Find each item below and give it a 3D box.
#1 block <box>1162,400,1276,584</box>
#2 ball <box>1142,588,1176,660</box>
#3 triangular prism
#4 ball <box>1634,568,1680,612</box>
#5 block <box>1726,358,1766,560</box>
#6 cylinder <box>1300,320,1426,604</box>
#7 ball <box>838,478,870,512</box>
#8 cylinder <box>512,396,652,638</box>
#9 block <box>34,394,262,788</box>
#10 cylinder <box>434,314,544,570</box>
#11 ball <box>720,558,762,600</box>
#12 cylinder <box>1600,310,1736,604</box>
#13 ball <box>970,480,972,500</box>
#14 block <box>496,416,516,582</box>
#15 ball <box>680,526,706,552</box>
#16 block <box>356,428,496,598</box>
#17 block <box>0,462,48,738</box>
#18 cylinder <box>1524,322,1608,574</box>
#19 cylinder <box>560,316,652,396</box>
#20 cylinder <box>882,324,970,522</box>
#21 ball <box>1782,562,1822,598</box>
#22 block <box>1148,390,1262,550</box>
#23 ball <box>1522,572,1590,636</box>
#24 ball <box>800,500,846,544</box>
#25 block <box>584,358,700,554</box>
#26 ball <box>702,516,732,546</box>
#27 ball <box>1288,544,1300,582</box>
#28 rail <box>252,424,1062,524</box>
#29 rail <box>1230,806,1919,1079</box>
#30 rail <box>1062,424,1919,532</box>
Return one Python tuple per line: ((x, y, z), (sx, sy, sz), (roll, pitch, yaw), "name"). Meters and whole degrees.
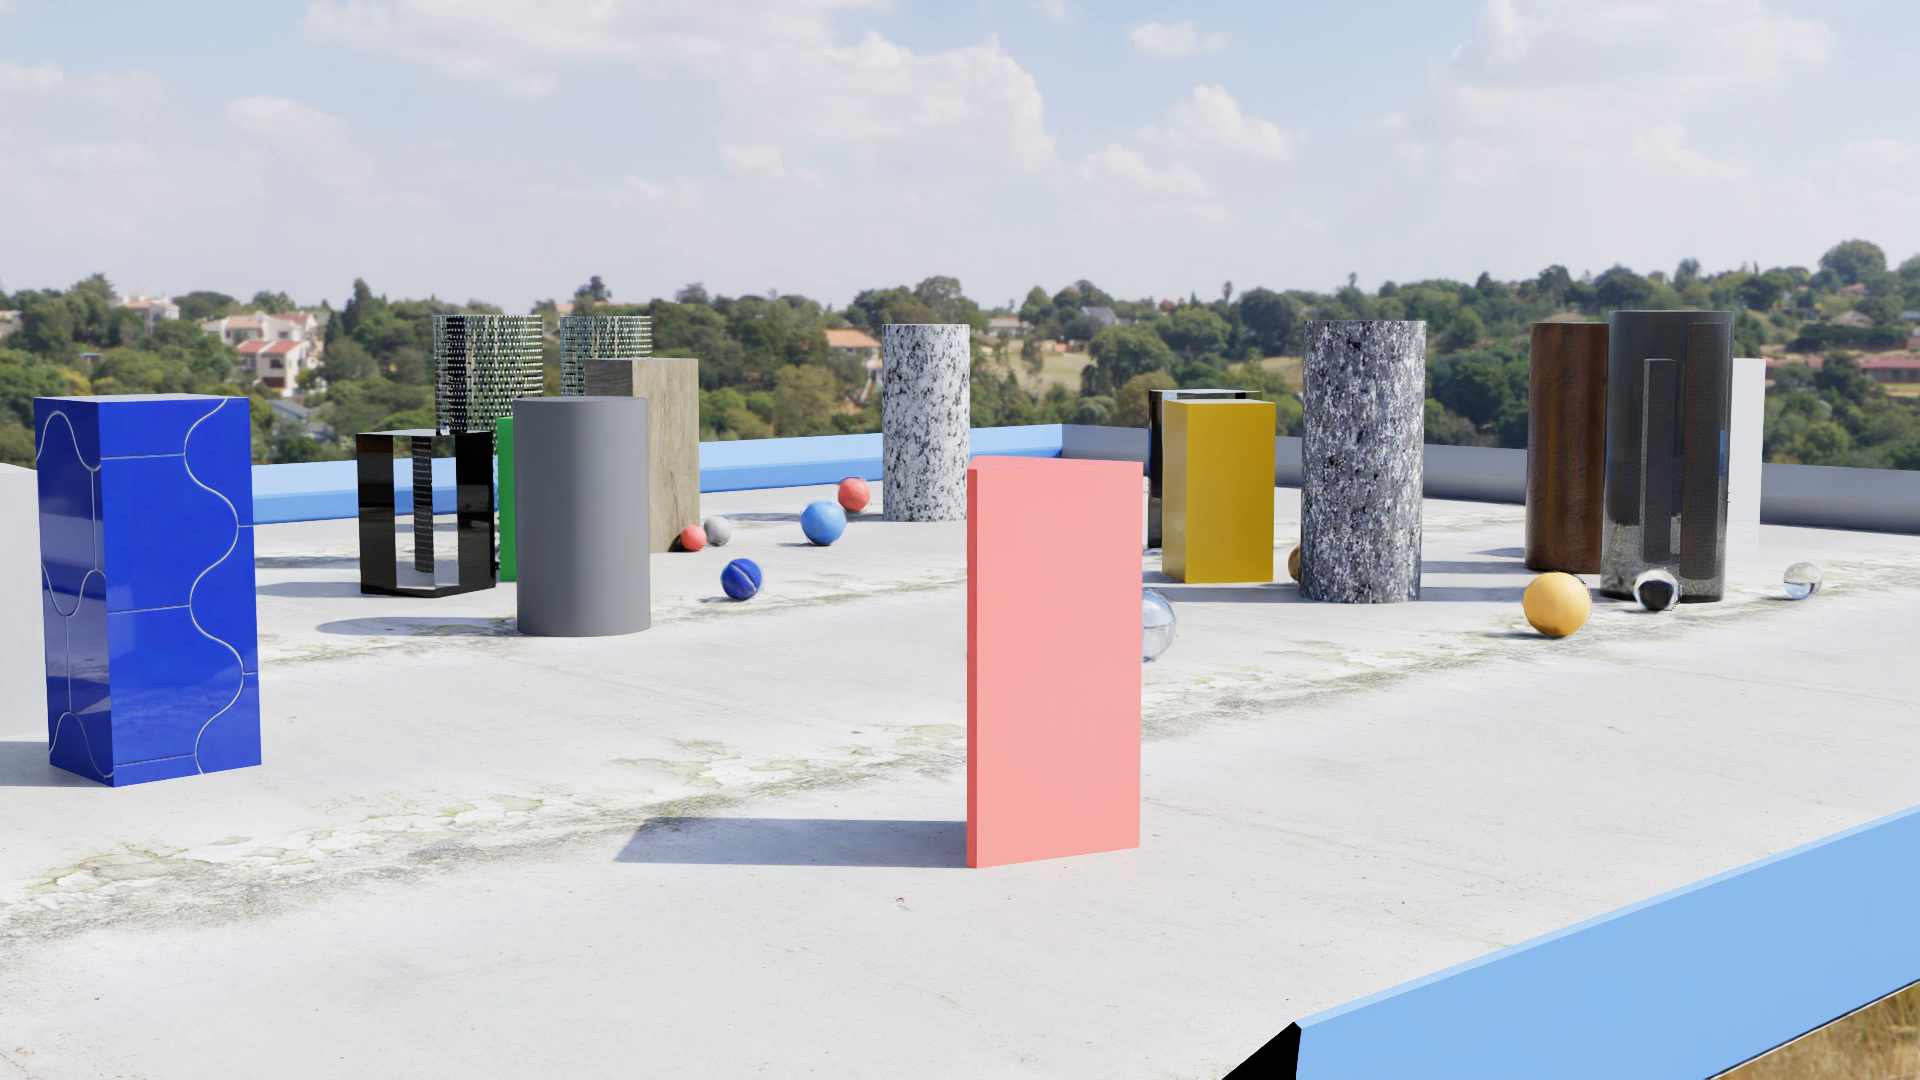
((0.422, -0.082, 3.599), (0.146, 0.289, 0.146), (-1, 6, -10), "block")
((0.226, 0.106, 2.763), (0.091, 0.091, 0.091), (0, 6, 0), "ball")
((0.047, 0.092, 1.827), (0.158, 0.318, 0.137), (-3, 7, -27), "triangular prism")
((1.015, 0.073, 3.206), (0.063, 0.063, 0.063), (0, 6, 0), "ball")
((1.328, -0.148, 3.927), (0.146, 0.350, 0.146), (-6, 8, -44), "block")
((0.615, -0.123, 3.362), (0.183, 0.422, 0.183), (0, 6, 0), "cylinder")
((-0.230, -0.098, 4.769), (0.072, 0.072, 0.072), (0, 6, 0), "ball")
((-0.521, -0.036, 3.034), (0.183, 0.317, 0.183), (0, 6, 0), "cylinder")
((-0.783, 0.041, 2.122), (0.146, 0.357, 0.146), (-6, 8, -44), "block")
((-0.807, -0.172, 3.782), (0.183, 0.428, 0.183), (0, 6, 0), "cylinder")
((-0.331, 0.059, 3.332), (0.064, 0.064, 0.064), (0, 6, 0), "ball")
((1.080, -0.131, 3.362), (0.183, 0.436, 0.183), (0, 6, 0), "cylinder")
((-0.013, -0.110, 4.823), (0.084, 0.084, 0.084), (0, 6, 0), "ball")
((-0.657, -0.071, 3.608), (0.146, 0.264, 0.146), (2, 6, 14), "block")
((-0.484, -0.003, 3.994), (0.048, 0.048, 0.048), (0, 6, 0), "ball")
((-0.833, -0.044, 3.436), (0.146, 0.248, 0.146), (3, 7, 26), "block")
((-1.056, 0.063, 2.307), (0.146, 0.274, 0.146), (-4, 8, -36), "block")
((1.054, -0.159, 3.721), (0.183, 0.416, 0.183), (0, 6, 0), "cylinder")
((-0.709, -0.237, 4.424), (0.183, 0.423, 0.183), (0, 6, 0), "cylinder")
((-0.071, -0.248, 4.605), (0.183, 0.405, 0.183), (0, 6, 0), "cylinder")
((1.283, 0.062, 3.350), (0.056, 0.056, 0.056), (0, 6, 0), "ball")
((0.444, -0.125, 4.000), (0.146, 0.290, 0.146), (-3, 7, -29), "block")
((0.804, 0.087, 2.965), (0.088, 0.088, 0.088), (0, 6, 0), "ball")
((-0.255, -0.033, 4.106), (0.084, 0.084, 0.084), (0, 6, 0), "ball")
((-0.580, -0.157, 4.020), (0.146, 0.348, 0.146), (-6, 9, -44), "block")
((-0.452, -0.017, 4.086), (0.056, 0.056, 0.056), (0, 6, 0), "ball")
((0.557, 0.038, 3.513), (0.068, 0.068, 0.068), (0, 6, 0), "ball")
((-1.221, -0.109, 4.649), (4.131, 0.119, 0.045), (-6, 8, -42), "rail")
((1.221, 0.171, 2.016), (4.131, 0.119, 0.045), (-6, 8, -42), "rail")
((1.501, -0.116, 4.709), (0.045, 0.119, 3.649), (-6, 8, -42), "rail")
